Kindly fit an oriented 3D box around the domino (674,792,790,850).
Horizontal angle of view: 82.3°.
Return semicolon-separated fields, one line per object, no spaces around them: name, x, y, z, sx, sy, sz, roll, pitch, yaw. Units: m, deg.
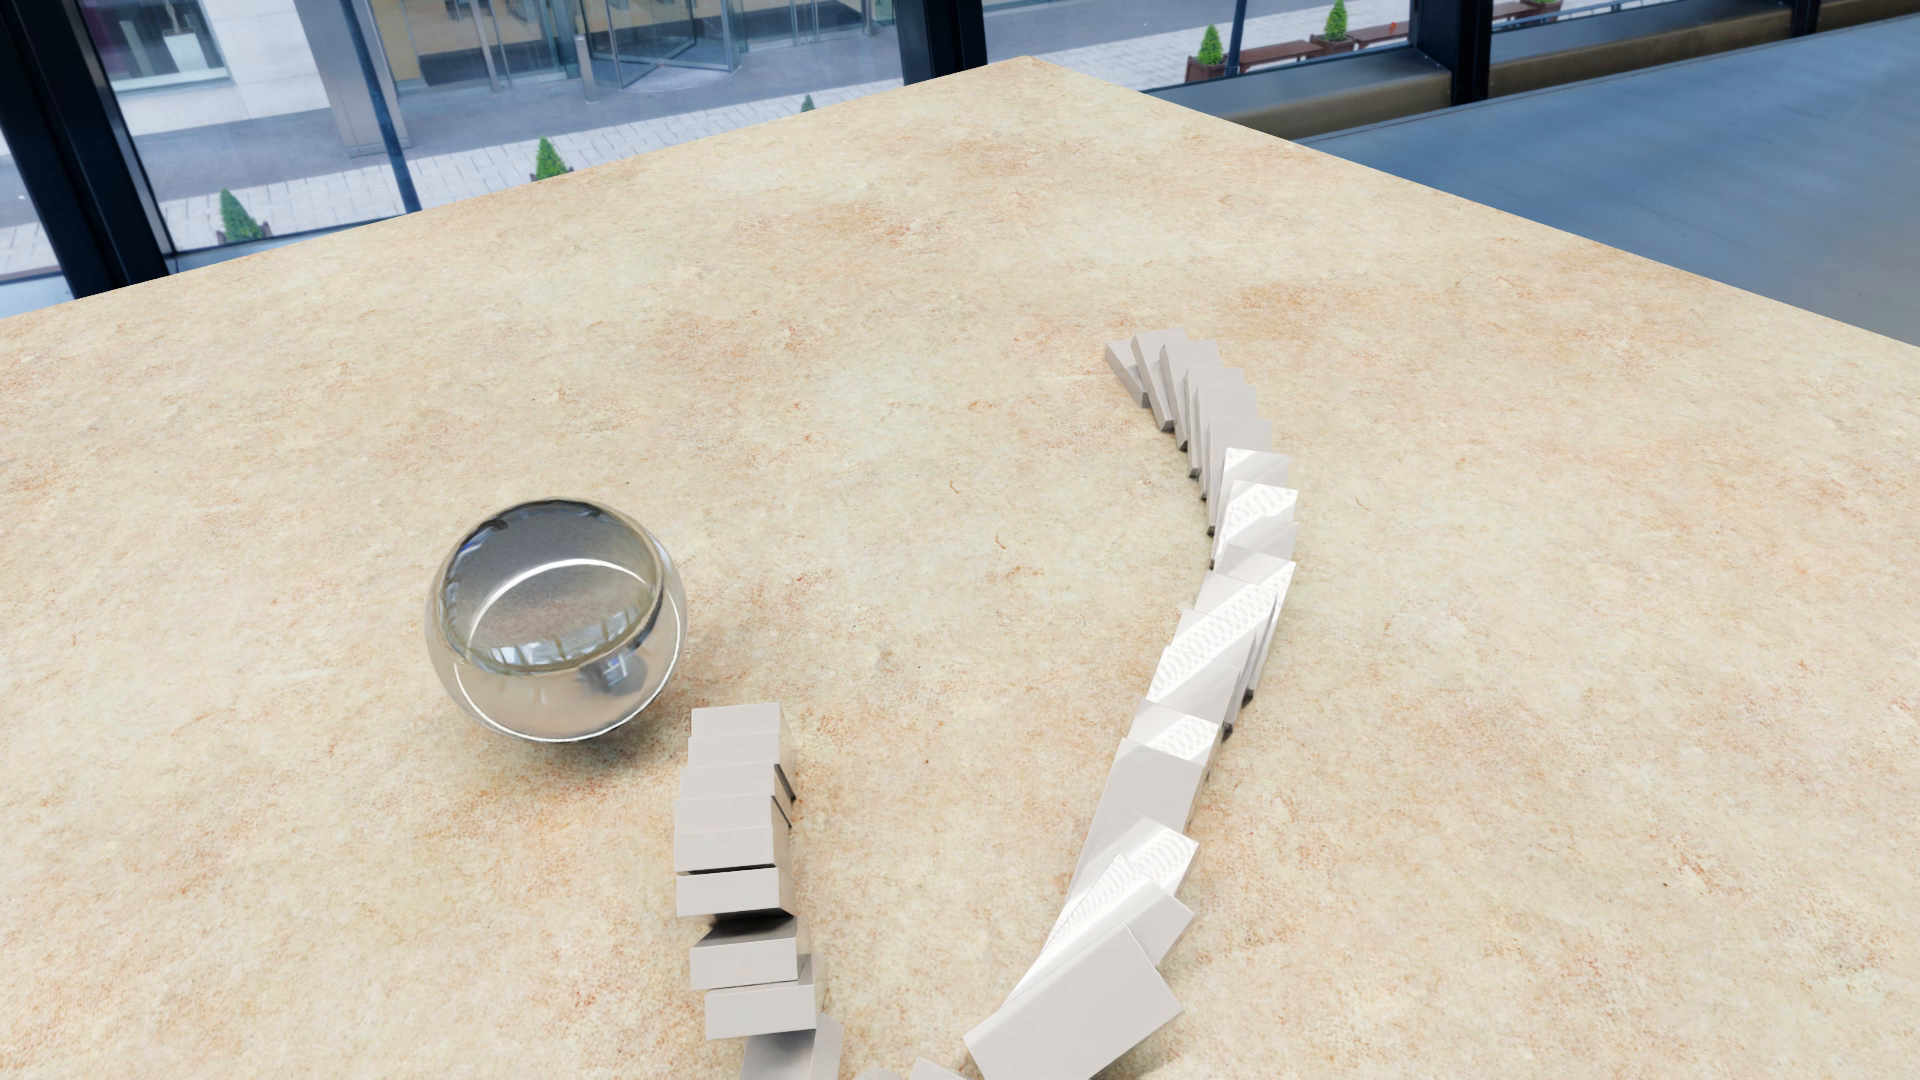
domino;-0.064;0.082;0.312;0.025;0.050;0.009;-4;67;-5

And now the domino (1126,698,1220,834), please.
domino;0.059;0.076;0.334;0.025;0.010;0.050;17;68;20

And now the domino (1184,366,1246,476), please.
domino;0.114;-0.053;0.489;0.025;0.010;0.050;2;69;1

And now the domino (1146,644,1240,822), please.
domino;0.070;0.061;0.351;0.025;0.010;0.050;17;71;20

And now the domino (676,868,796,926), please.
domino;-0.059;0.096;0.295;0.025;0.050;0.009;-4;69;-5

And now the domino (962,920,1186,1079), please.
domino;0.028;0.121;0.275;0.050;0.009;0.025;-35;60;-1

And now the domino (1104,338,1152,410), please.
domino;0.092;-0.084;0.546;0.025;0.010;0.050;-9;40;-11

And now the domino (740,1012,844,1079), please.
domino;-0.043;0.141;0.261;0.025;0.009;0.050;-30;32;24

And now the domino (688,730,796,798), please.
domino;-0.064;0.069;0.329;0.025;0.050;0.009;-4;67;-4

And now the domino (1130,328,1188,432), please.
domino;0.101;-0.077;0.521;0.025;0.010;0.050;-9;65;-11

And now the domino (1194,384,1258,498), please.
domino;0.116;-0.043;0.475;0.025;0.010;0.050;1;69;1

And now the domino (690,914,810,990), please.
domino;-0.053;0.106;0.286;0.025;0.050;0.009;-4;78;-5

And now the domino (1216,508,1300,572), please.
domino;0.107;0.015;0.408;0.025;0.009;0.050;14;69;15

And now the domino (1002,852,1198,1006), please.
domino;0.037;0.111;0.289;0.025;0.010;0.050;35;79;28

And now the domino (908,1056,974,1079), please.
domino;0.008;0.145;0.258;0.050;0.010;0.025;17;71;20

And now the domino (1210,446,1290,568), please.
domino;0.116;-0.011;0.440;0.025;0.009;0.050;9;68;11

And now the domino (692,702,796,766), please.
domino;-0.065;0.062;0.337;0.025;0.050;0.009;-4;67;-5

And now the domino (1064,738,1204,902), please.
domino;0.051;0.086;0.320;0.025;0.009;0.050;16;70;20

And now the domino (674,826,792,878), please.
domino;-0.062;0.089;0.304;0.025;0.050;0.009;-4;67;-5

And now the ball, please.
ball;-0.129;0.026;0.357;0.080;0.080;0.080;0;39;0

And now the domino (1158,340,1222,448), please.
domino;0.109;-0.067;0.506;0.025;0.009;0.050;-4;70;-9

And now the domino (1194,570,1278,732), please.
domino;0.090;0.038;0.379;0.025;0.010;0.050;17;71;20

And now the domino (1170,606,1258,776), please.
domino;0.078;0.050;0.365;0.025;0.009;0.050;17;71;20

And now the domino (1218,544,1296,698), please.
domino;0.100;0.028;0.391;0.025;0.009;0.050;17;70;20

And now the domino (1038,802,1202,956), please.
domino;0.044;0.101;0.303;0.025;0.010;0.050;23;73;26

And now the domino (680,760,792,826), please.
domino;-0.064;0.075;0.320;0.025;0.050;0.010;-4;67;-5

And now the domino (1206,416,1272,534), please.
domino;0.116;-0.026;0.458;0.025;0.010;0.050;4;68;5

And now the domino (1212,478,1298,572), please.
domino;0.113;0.002;0.423;0.025;0.010;0.050;12;68;14

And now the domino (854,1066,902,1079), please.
domino;-0.022;0.150;0.249;0.025;0.009;0.050;-39;38;17

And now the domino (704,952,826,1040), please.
domino;-0.048;0.114;0.277;0.025;0.050;0.009;-4;78;-5
